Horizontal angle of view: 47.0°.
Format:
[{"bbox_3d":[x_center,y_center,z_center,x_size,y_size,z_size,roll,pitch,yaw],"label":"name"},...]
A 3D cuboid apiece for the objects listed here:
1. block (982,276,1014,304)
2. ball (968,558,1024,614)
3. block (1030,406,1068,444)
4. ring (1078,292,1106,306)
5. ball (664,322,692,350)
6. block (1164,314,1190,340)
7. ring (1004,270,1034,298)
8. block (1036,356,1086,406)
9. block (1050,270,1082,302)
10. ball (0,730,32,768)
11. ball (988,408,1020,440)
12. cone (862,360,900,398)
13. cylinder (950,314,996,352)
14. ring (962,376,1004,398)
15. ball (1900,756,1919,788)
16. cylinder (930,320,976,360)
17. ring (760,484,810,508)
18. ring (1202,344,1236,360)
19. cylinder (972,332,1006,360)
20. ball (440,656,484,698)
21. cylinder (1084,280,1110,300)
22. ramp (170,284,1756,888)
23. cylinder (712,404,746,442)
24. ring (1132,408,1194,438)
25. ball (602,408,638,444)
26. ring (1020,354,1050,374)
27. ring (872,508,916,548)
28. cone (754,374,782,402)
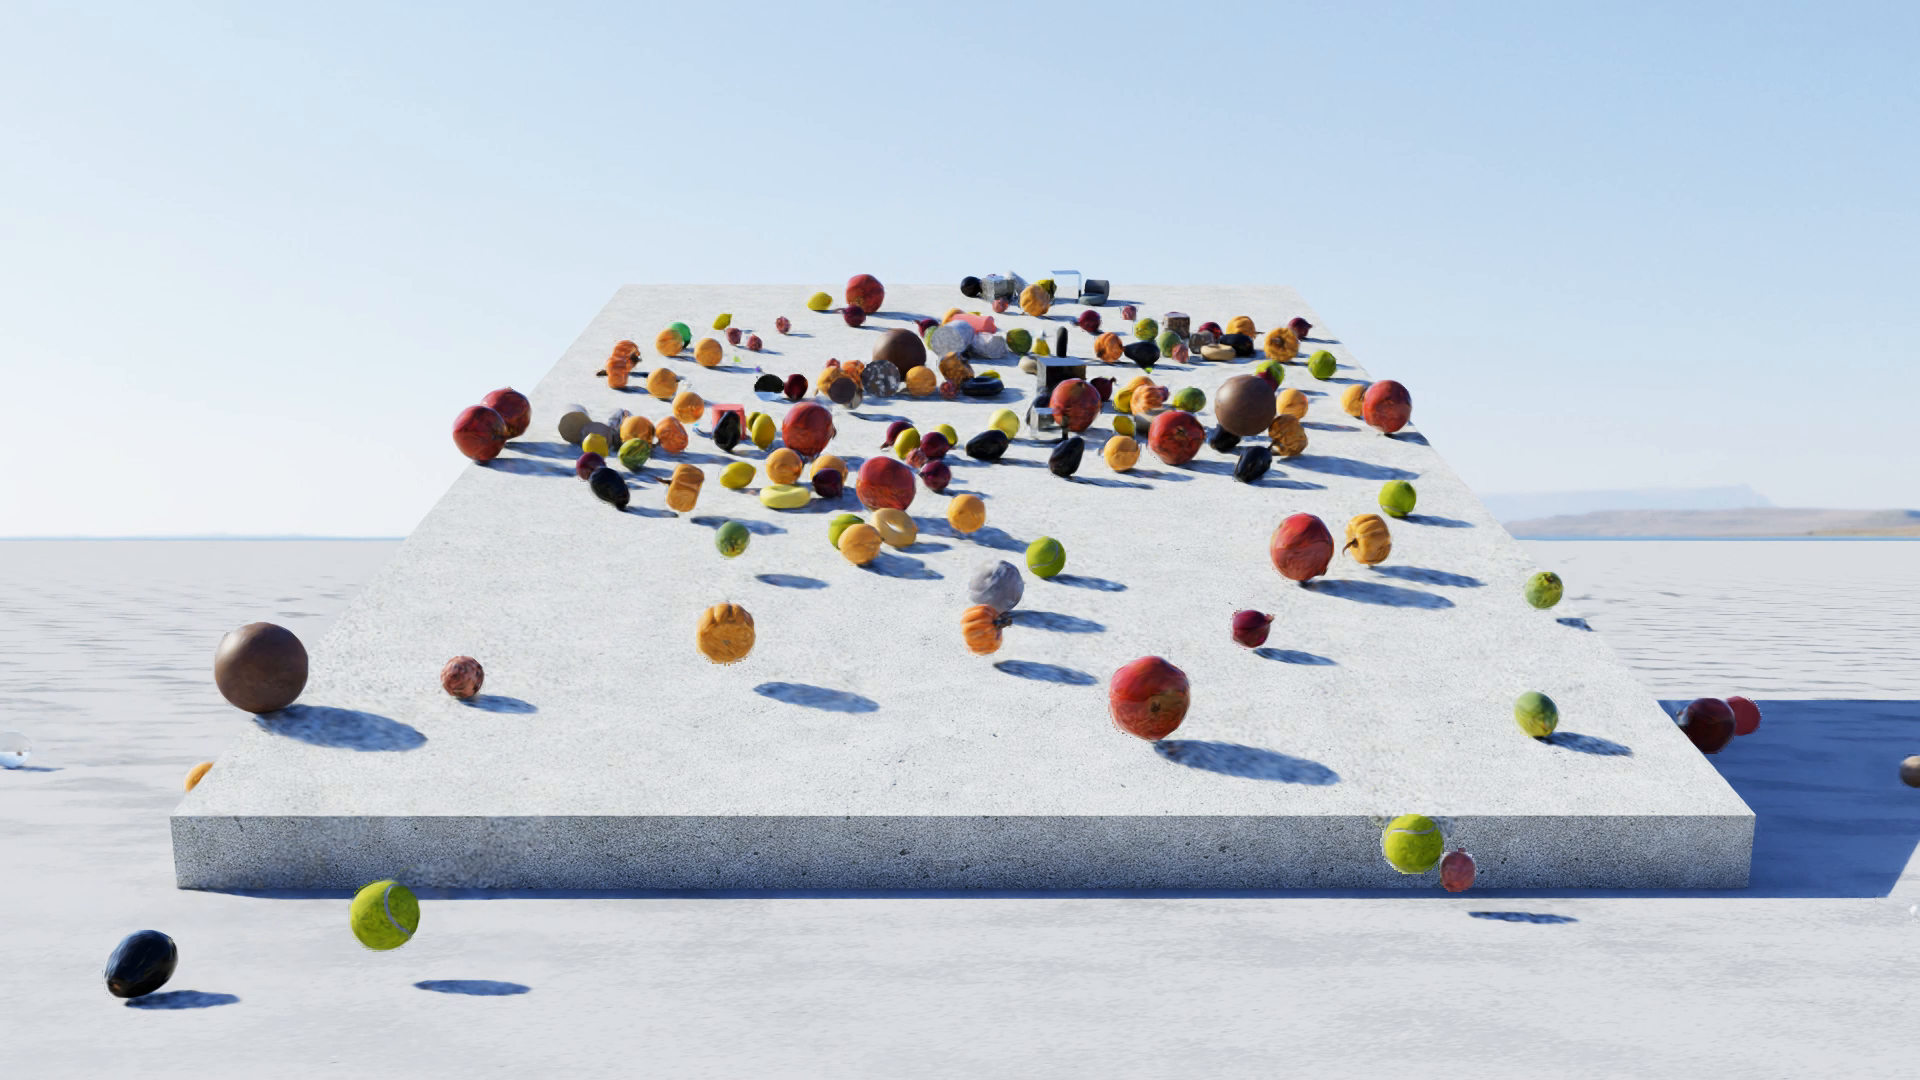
[{"bbox_3d":[0.107,-0.718,6.340,0.067,0.067,0.067,-9,19,-29],"label":"block"},{"bbox_3d":[0.059,0.075,3.566,0.089,0.089,0.089,0,0,0],"label":"ball"},{"bbox_3d":[0.190,-0.244,4.711,0.064,0.064,0.064,-4,17,-13],"label":"block"},{"bbox_3d":[0.378,-0.687,6.306,0.080,0.027,0.080,1,18,0],"label":"ring"},{"bbox_3d":[-0.723,-0.523,5.659,0.070,0.070,0.070,0,0,0],"label":"ball"},{"bbox_3d":[0.571,-0.564,5.824,0.058,0.058,0.058,-2,16,-5],"label":"block"},{"bbox_3d":[0.169,-0.739,6.388,0.109,0.036,0.109,40,11,-9],"label":"ring"},{"bbox_3d":[0.233,-0.364,5.071,0.093,0.093,0.093,-3,16,-10],"label":"block"},{"bbox_3d":[0.304,-0.732,6.366,0.078,0.078,0.078,-2,16,-7],"label":"block"},{"bbox_3d":[-1.831,0.404,4.265,0.072,0.072,0.072,0,0,0],"label":"ball"},{"bbox_3d":[0.094,-0.247,4.713,0.067,0.067,0.067,0,0,0],"label":"ball"},{"bbox_3d":[-0.188,-0.366,5.171,0.091,0.091,0.091,0,-11,-6],"label":"cone"},{"bbox_3d":[0.031,-0.528,5.638,0.093,0.093,0.093,7,3,21],"label":"cylinder"},{"bbox_3d":[0.053,-0.356,5.153,0.101,0.034,0.101,-1,17,0],"label":"ring"},{"bbox_3d":[1.703,0.413,3.932,0.056,0.056,0.056,0,0,0],"label":"ball"},{"bbox_3d":[-0.016,-0.504,5.563,0.088,0.088,0.088,0,15,23],"label":"cylinder"},{"bbox_3d":[-0.333,-0.083,4.210,0.098,0.033,0.098,2,14,0],"label":"ring"},{"bbox_3d":[0.650,-0.471,5.558,0.089,0.030,0.089,1,16,0],"label":"ring"},{"bbox_3d":[0.073,-0.490,5.559,0.062,0.062,0.062,0,13,-39],"label":"cylinder"},{"bbox_3d":[-0.718,0.198,3.190,0.061,0.061,0.061,0,0,0],"label":"ball"},{"bbox_3d":[0.394,-0.720,6.362,0.059,0.059,0.059,6,2,19],"label":"cylinder"},{"bbox_3d":[-0.002,-0.162,4.721,2.000,0.100,4.000,0,16,0],"label":"ramp"},{"bbox_3d":[-0.493,-0.252,4.725,0.069,0.069,0.069,0,16,0],"label":"cylinder"},{"bbox_3d":[0.440,-0.253,4.781,0.134,0.045,0.134,1,15,0],"label":"ring"},{"bbox_3d":[-0.718,-0.239,4.654,0.076,0.076,0.076,0,0,0],"label":"ball"},{"bbox_3d":[0.194,-0.429,5.403,0.099,0.033,0.099,4,17,-1],"label":"ring"},{"bbox_3d":[-0.118,-0.022,3.954,0.088,0.088,0.029,0,-43,-32],"label":"ring"},{"bbox_3d":[-0.435,-0.343,5.112,0.066,0.066,0.066,0,-11,8],"label":"cone"}]
